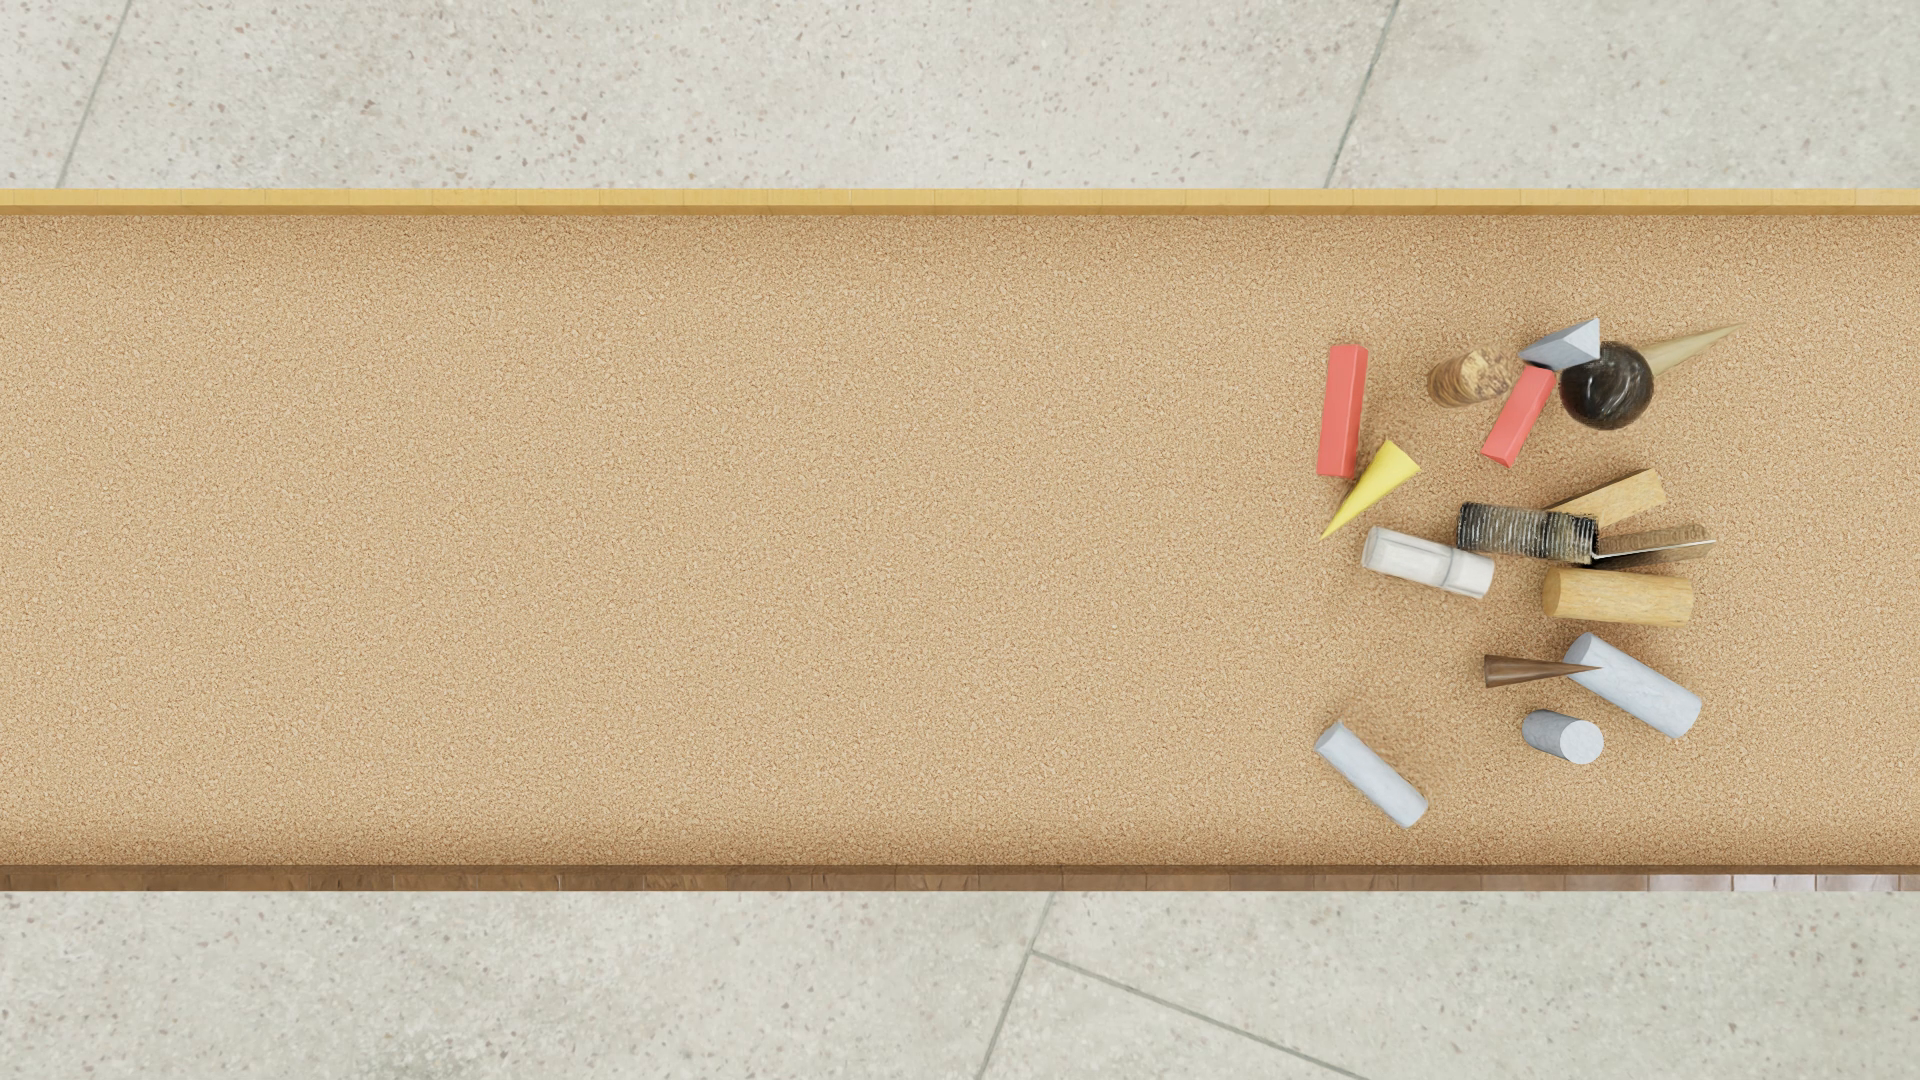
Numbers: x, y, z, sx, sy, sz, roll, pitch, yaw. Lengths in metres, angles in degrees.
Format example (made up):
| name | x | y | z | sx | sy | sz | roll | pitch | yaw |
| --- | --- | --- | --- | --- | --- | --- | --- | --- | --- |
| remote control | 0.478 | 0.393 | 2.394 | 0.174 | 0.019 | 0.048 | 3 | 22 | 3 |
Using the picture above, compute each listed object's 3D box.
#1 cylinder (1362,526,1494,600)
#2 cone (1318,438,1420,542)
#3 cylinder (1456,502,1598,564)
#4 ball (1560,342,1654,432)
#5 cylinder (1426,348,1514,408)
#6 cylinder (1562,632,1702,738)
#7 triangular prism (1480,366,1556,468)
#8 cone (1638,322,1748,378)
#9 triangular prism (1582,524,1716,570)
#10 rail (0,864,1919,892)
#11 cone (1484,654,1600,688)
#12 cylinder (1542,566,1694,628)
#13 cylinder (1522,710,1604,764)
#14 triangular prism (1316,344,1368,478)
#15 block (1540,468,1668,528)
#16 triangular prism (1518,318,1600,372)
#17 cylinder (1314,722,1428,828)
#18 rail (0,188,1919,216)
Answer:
| name | x | y | z | sx | sy | sz | roll | pitch | yaw |
| --- | --- | --- | --- | --- | --- | --- | --- | --- | --- |
| cylinder | 1.419 | 0.069 | 5.012 | 0.365 | 0.129 | 0.129 | 15 | 90 | 0 |
| cone | 1.223 | -0.128 | 5.044 | 0.132 | 0.132 | 0.373 | 42 | 100 | 0 |
| cylinder | 1.694 | -0.021 | 4.926 | 0.382 | 0.143 | 0.143 | 7 | 90 | 27 |
| ball | 1.938 | -0.460 | 4.944 | 0.266 | 0.266 | 0.266 | 0 | 90 | 0 |
| cylinder | 1.511 | -0.478 | 4.901 | 0.150 | 0.350 | 0.150 | 0 | 90 | 0 |
| cylinder | 2.034 | 0.440 | 5.002 | 0.383 | 0.149 | 0.149 | 30 | 90 | 0 |
| triangular prism | 1.716 | -0.378 | 5.030 | 0.103 | 0.089 | 0.303 | 28 | 90 | 0 |
| cone | 2.241 | -0.596 | 5.048 | 0.421 | 0.114 | 0.114 | -21 | 90 | -8 |
| triangular prism | 2.098 | 0.028 | 5.030 | 0.377 | 0.087 | 0.101 | -8 | 90 | 0 |
| rail | -2.247 | 1.025 | 5.001 | 12.000 | 0.150 | 0.050 | 0 | 90 | 0 |
| cone | 1.762 | 0.390 | 4.963 | 0.343 | 0.106 | 0.106 | -4 | 90 | 22 |
| cylinder | 1.990 | 0.173 | 5.000 | 0.396 | 0.154 | 0.154 | 5 | 90 | 0 |
| cylinder | 1.793 | 0.583 | 4.916 | 0.126 | 0.321 | 0.126 | 0 | 90 | 0 |
| triangular prism | 1.175 | -0.392 | 5.025 | 0.113 | 0.098 | 0.397 | 7 | 90 | 0 |
| block | 1.939 | -0.098 | 5.022 | 0.370 | 0.109 | 0.109 | -22 | 90 | 0 |
| triangular prism | 1.789 | -0.586 | 4.880 | 0.115 | 0.392 | 0.099 | 29 | 90 | 0 |
| cylinder | 1.253 | 0.714 | 5.021 | 0.359 | 0.111 | 0.111 | 42 | 90 | 0 |
| rail | -2.247 | -1.025 | 5.002 | 12.000 | 0.150 | 0.050 | 0 | 90 | 0 |
